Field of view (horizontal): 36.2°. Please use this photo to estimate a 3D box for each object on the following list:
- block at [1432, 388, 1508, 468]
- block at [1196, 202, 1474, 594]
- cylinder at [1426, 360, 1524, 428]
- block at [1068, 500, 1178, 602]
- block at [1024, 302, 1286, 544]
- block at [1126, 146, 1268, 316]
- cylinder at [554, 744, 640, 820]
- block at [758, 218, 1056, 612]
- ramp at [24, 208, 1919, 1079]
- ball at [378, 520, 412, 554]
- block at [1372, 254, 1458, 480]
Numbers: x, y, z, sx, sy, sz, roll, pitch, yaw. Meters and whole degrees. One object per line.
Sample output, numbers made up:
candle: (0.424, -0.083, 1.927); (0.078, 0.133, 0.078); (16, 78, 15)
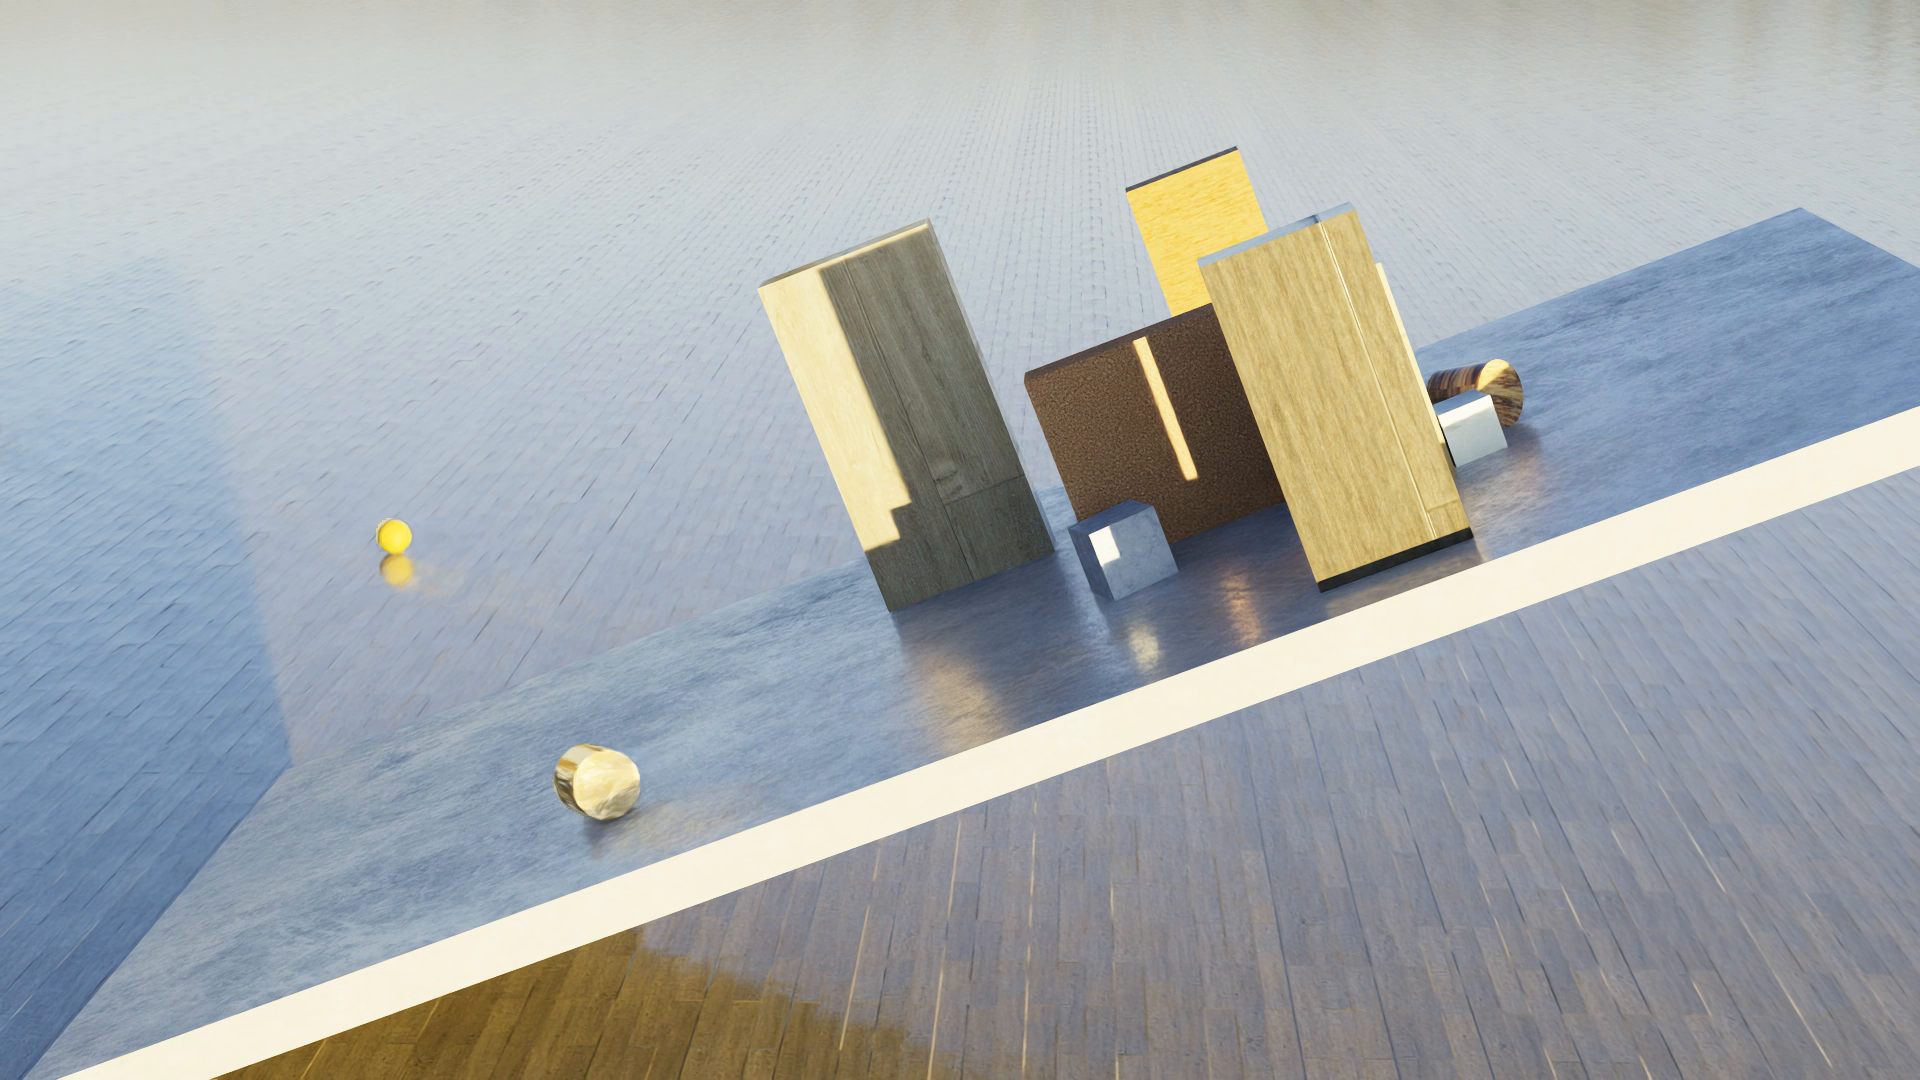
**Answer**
block: (1.023, -0.227, 5.954); (0.112, 0.112, 0.112); (-22, 12, -2)
block: (0.687, -0.260, 5.389); (0.297, 0.645, 0.115); (-20, 12, 7)
cylinder: (1.067, -0.295, 6.104); (0.143, 0.143, 0.143); (-12, 3, -40)
block: (0.332, 0.019, 6.002); (0.147, 0.147, 0.147); (-24, 12, -12)
block: (0.423, -0.223, 6.217); (0.449, 0.434, 0.114); (-20, 12, 7)
block: (0.630, -0.572, 6.906); (0.277, 0.638, 0.094); (-20, 12, 7)
cylinder: (-0.722, 0.480, 5.846); (0.138, 0.138, 0.138); (-6, 5, -23)
block: (-0.114, -0.275, 6.549); (0.399, 0.784, 0.114); (-20, 12, 7)
ramp: (0.121, 0.175, 6.293); (4.000, 0.100, 2.000); (-20, 12, 7)
ball: (-1.950, -0.012, 10.139); (0.117, 0.117, 0.117); (0, 13, 0)
block: (0.784, -0.302, 5.862); (0.262, 0.459, 0.126); (-20, 12, 7)
